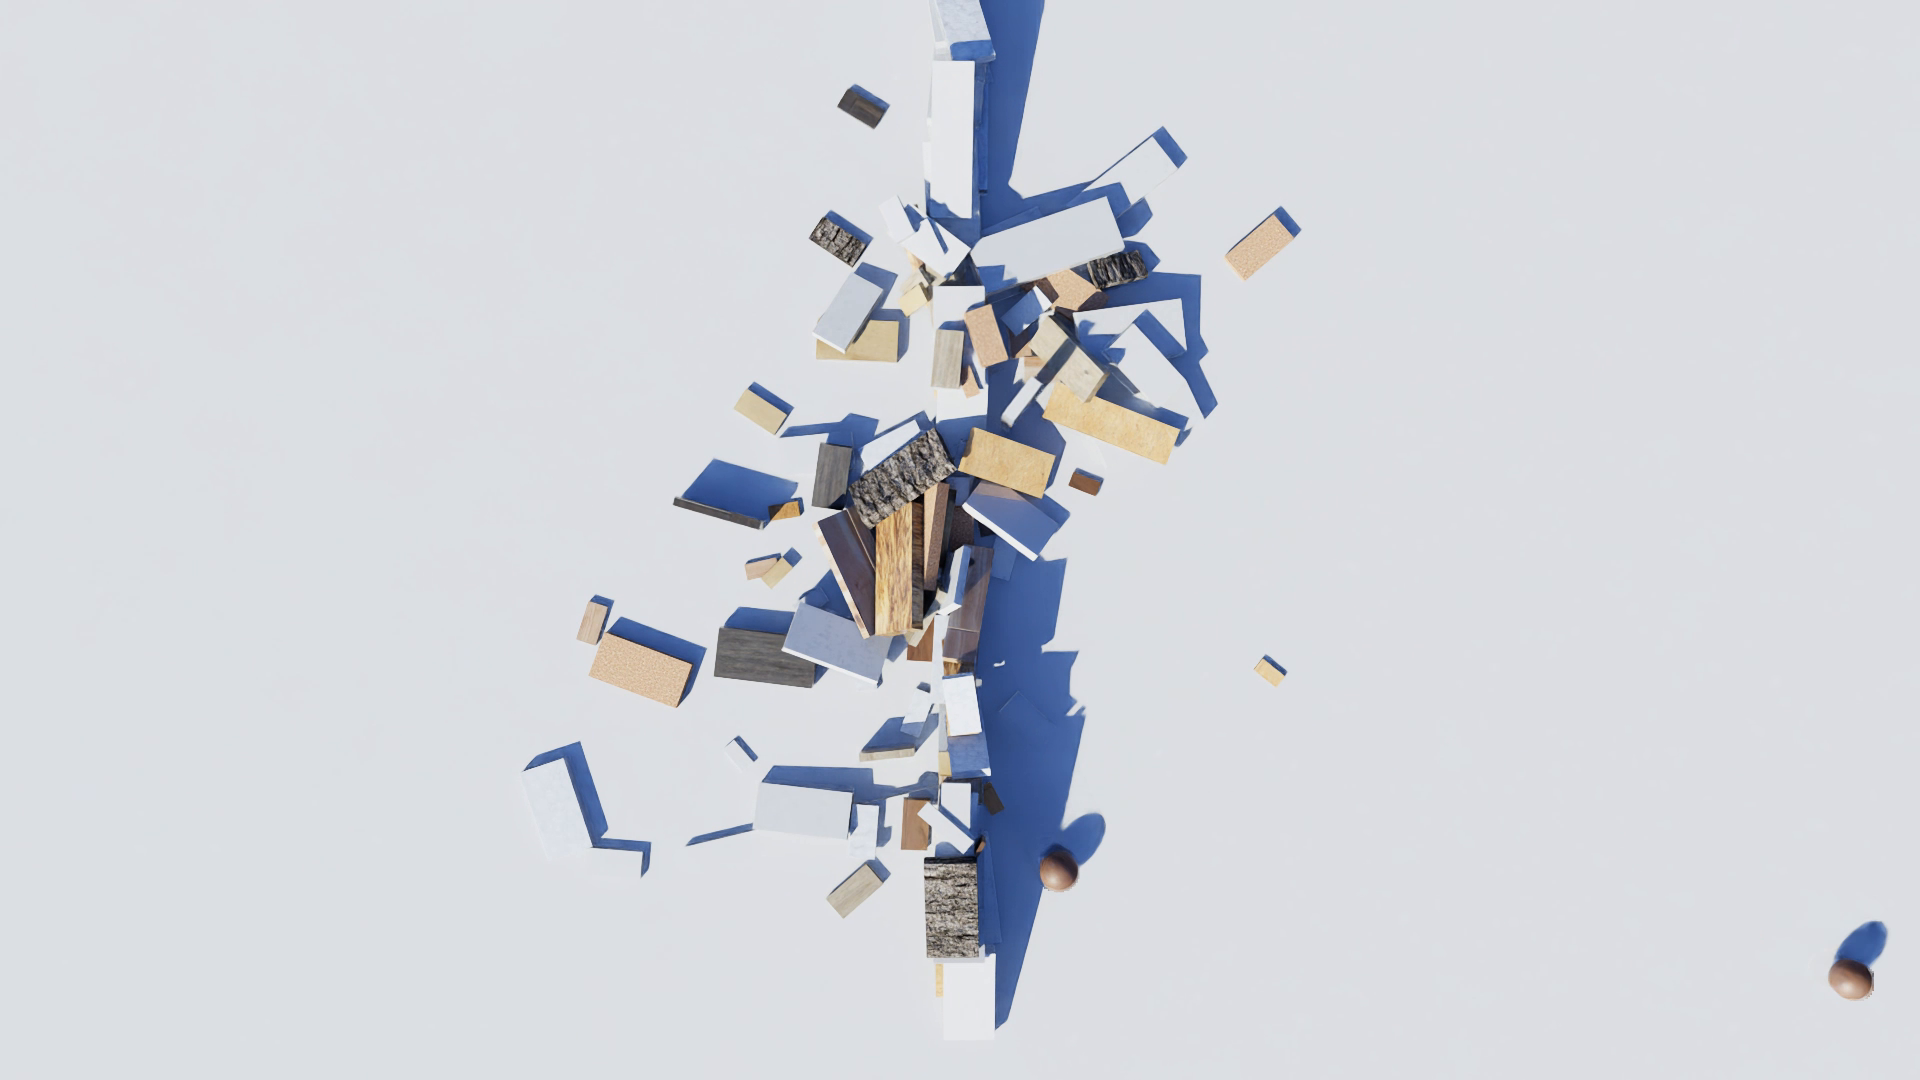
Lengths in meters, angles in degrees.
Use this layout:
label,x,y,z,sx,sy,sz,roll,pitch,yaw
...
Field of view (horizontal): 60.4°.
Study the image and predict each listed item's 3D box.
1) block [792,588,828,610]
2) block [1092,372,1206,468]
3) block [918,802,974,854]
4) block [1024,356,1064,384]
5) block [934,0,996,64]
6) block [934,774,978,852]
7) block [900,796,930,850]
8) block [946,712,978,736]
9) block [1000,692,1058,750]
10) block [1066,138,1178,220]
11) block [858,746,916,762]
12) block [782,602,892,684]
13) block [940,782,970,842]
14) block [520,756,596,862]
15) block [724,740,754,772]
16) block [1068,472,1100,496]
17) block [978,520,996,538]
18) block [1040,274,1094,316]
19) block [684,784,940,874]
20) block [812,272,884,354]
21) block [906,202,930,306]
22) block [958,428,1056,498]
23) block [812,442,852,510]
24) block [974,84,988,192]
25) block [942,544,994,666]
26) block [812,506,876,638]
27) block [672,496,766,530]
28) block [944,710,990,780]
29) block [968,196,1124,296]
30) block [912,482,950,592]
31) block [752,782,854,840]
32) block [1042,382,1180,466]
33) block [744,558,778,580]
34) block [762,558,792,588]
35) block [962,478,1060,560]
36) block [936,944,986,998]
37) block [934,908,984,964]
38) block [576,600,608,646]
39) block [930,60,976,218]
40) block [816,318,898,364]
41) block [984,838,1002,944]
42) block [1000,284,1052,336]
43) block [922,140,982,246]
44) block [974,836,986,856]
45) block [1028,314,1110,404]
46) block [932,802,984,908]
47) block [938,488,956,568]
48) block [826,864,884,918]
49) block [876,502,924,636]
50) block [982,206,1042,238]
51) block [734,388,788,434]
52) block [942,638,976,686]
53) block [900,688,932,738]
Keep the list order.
label,x,y,z,sx,sy,sz,roll,pitch,yaw
block,-0.497,0.209,5.483,0.108,0.015,0.054,-32,90,-10
block,0.611,-0.398,5.475,0.356,0.050,0.178,-25,90,0
block,-0.045,0.902,5.173,0.191,0.014,0.050,41,91,-1
block,0.300,-0.566,5.488,0.173,0.024,0.086,0,90,0
block,0.013,-1.679,5.384,0.136,0.039,0.273,-15,76,-4
block,-0.012,0.881,5.257,0.123,0.035,0.255,4,91,0
block,-0.148,0.940,5.464,0.089,0.025,0.177,3,103,-4
block,0.003,0.528,5.316,0.099,0.028,0.199,-4,85,-1
block,0.228,0.601,5.487,0.183,0.026,0.091,43,90,0
block,0.536,-1.170,5.481,0.365,0.039,0.136,-38,90,0
block,-0.240,0.706,5.455,0.182,0.091,0.026,-6,90,0
block,-0.403,0.340,5.427,0.328,0.047,0.164,21,70,-8
block,-0.014,0.855,5.191,0.091,0.026,0.183,1,91,0
block,-1.337,0.892,5.478,0.154,0.044,0.309,-18,90,0
block,-0.738,0.719,5.493,0.050,0.014,0.101,-41,90,0
block,0.414,-0.186,5.493,0.099,0.014,0.050,21,90,0
block,0.083,-0.062,5.493,0.049,0.014,0.099,-13,90,0
block,0.339,-0.814,5.485,0.214,0.030,0.107,-9,90,0
block,-0.478,0.961,5.487,0.879,0.026,0.091,-14,90,0
block,-0.370,-0.751,5.449,0.124,0.035,0.248,30,77,7
block,-0.127,-0.938,5.434,0.086,0.024,0.329,-19,109,3
block,0.155,-0.253,5.427,0.296,0.042,0.148,18,90,-21
block,-0.424,-0.210,5.455,0.107,0.030,0.214,8,105,-4
block,0.004,-1.333,5.475,0.175,0.049,0.349,1,90,0
block,0.028,0.207,5.360,0.105,0.030,0.410,9,63,4
block,-0.327,0.103,5.438,0.164,0.047,0.413,-25,90,-30
block,-0.795,-0.088,5.446,0.295,0.107,0.030,16,90,0
block,0.023,0.660,5.312,0.123,0.247,0.035,-6,132,-2
block,0.281,-0.962,5.409,0.484,0.050,0.178,-19,86,-5
block,-0.132,-0.014,5.405,0.050,0.175,0.351,11,85,-40
block,-0.518,0.897,5.457,0.314,0.044,0.154,6,81,3
block,0.497,-0.384,5.432,0.436,0.035,0.124,21,90,0
block,-0.660,0.096,5.492,0.108,0.015,0.054,-13,90,0
block,-0.607,0.110,5.478,0.101,0.014,0.050,-45,90,0
block,0.167,-0.078,5.445,0.296,0.042,0.148,36,60,0
block,0.002,1.343,5.476,0.168,0.048,0.336,-1,90,0
block,-0.005,1.119,5.368,0.167,0.047,0.502,-1,76,0
block,-1.224,0.277,5.491,0.067,0.019,0.134,18,90,0
block,-0.024,-1.296,5.345,0.134,0.038,0.491,2,102,5
block,-0.341,-0.663,5.481,0.268,0.038,0.134,3,90,0
block,0.033,1.162,5.430,0.168,0.048,0.336,-7,84,-1
block,0.220,-0.756,5.440,0.161,0.023,0.081,-40,95,19
block,-0.025,-1.133,5.425,0.175,0.049,0.349,-2,102,6
block,0.063,0.970,5.226,0.014,0.101,0.050,28,91,0
block,0.356,-0.593,5.396,0.288,0.037,0.129,49,125,22
block,-0.007,1.013,5.301,0.167,0.047,0.333,0,91,0
block,-0.088,-0.045,5.441,0.129,0.037,0.258,9,90,45
block,-0.350,1.167,5.487,0.177,0.025,0.089,-41,90,0
block,-0.198,0.097,5.374,0.050,0.176,0.416,12,72,-42
block,0.181,-1.016,5.485,0.214,0.030,0.107,-24,90,0
block,-0.664,-0.426,5.489,0.161,0.023,0.081,33,90,0
block,-0.003,0.414,5.301,0.099,0.028,0.199,-4,70,-1
block,-0.142,0.575,5.491,0.067,0.019,0.152,21,90,0
